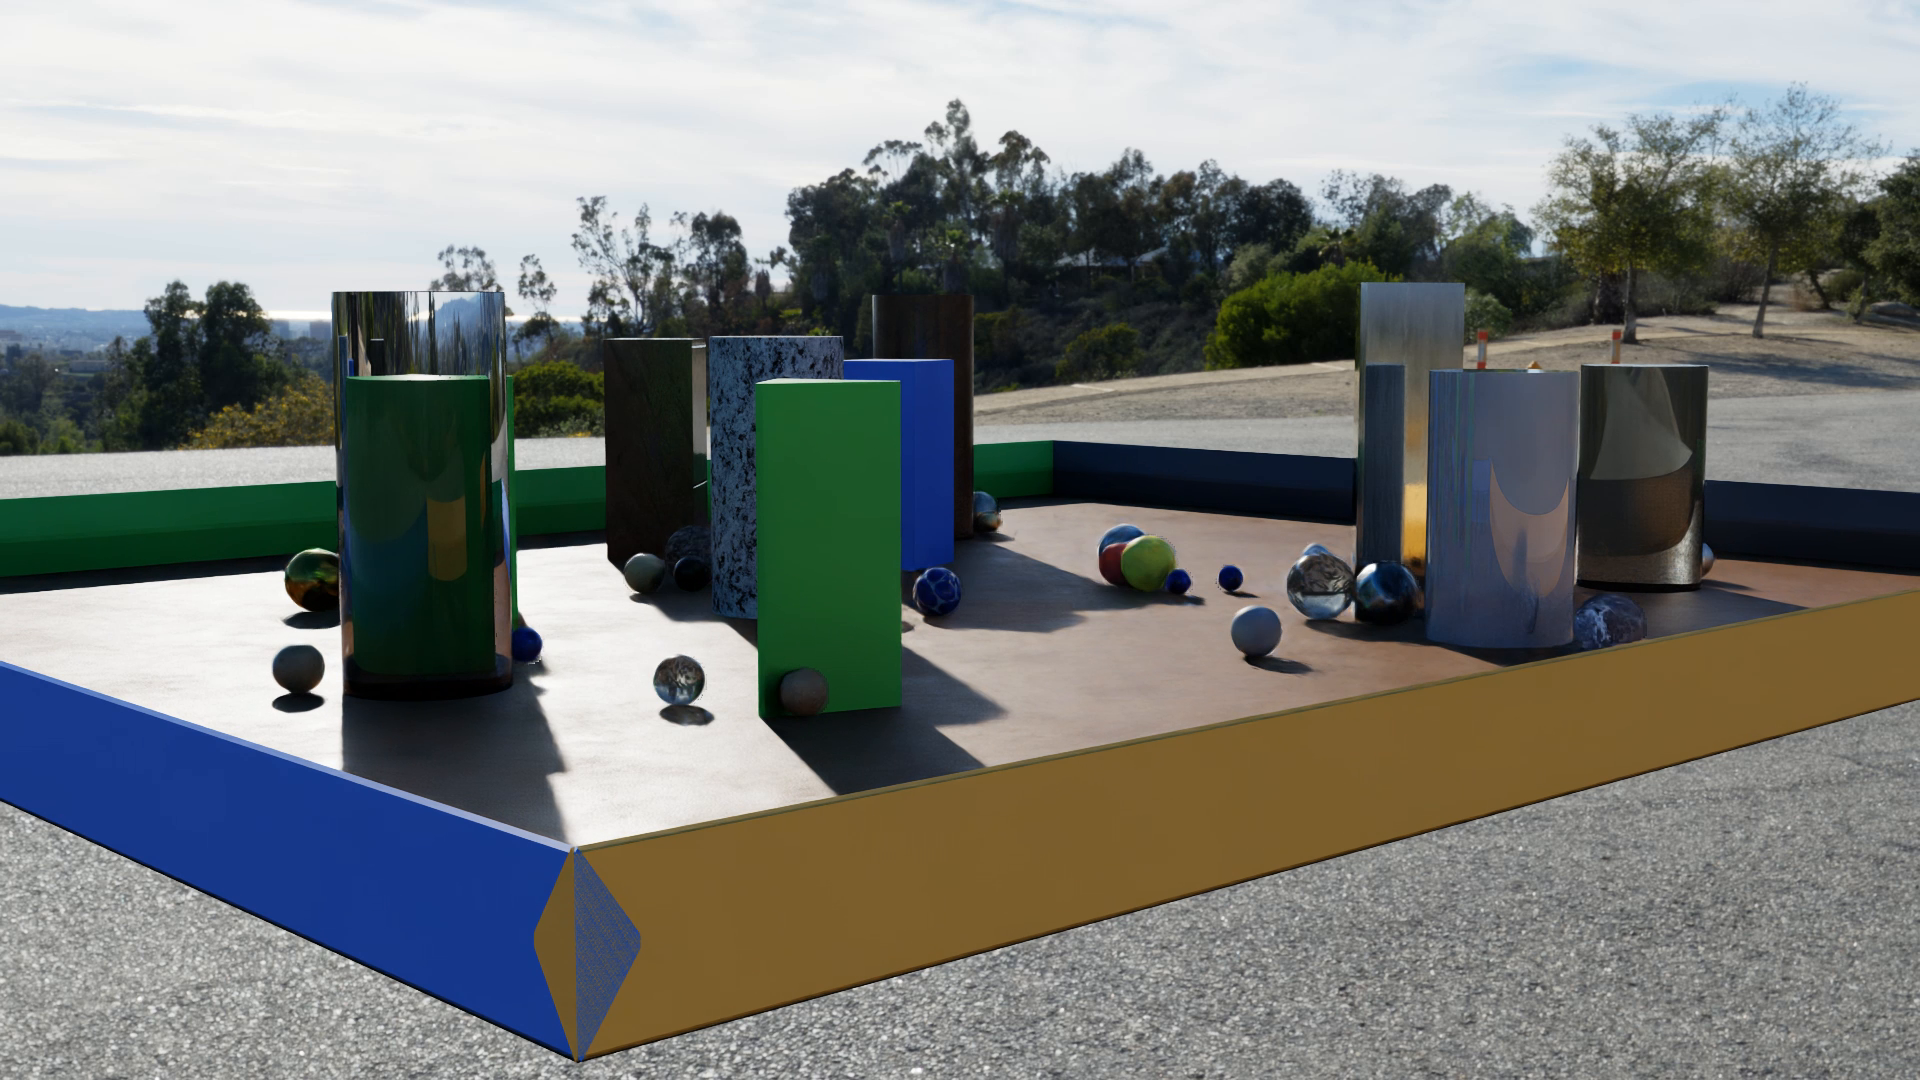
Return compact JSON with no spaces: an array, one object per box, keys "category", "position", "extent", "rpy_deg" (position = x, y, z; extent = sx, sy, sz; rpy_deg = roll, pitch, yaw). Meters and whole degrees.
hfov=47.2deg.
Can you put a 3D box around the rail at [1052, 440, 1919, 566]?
[{"category":"rail","position":[1.124,-0.074,4.364],"extent":[0.045,0.128,2.698],"rpy_deg":[-5,8,-42]}]

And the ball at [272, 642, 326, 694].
[{"category":"ball","position":[-0.770,0.149,2.563],"extent":[0.060,0.060,0.060],"rpy_deg":[0,6,0]}]

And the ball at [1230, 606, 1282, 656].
[{"category":"ball","position":[0.382,0.117,2.837],"extent":[0.067,0.067,0.067],"rpy_deg":[0,6,0]}]

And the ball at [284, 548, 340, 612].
[{"category":"ball","position":[-0.956,0.059,3.266],"extent":[0.093,0.093,0.093],"rpy_deg":[0,6,0]}]

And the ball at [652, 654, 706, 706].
[{"category":"ball","position":[-0.317,0.158,2.482],"extent":[0.059,0.059,0.059],"rpy_deg":[0,6,0]}]

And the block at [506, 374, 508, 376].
[{"category":"block","position":[-0.802,-0.081,3.384],"extent":[0.158,0.347,0.158],"rpy_deg":[-6,8,-44]}]

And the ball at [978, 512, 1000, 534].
[{"category":"ball","position":[0.059,-0.034,4.367],"extent":[0.043,0.043,0.043],"rpy_deg":[0,6,0]}]

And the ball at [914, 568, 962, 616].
[{"category":"ball","position":[-0.033,0.075,3.212],"extent":[0.072,0.072,0.072],"rpy_deg":[0,6,0]}]

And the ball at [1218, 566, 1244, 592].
[{"category":"ball","position":[0.430,0.061,3.497],"extent":[0.041,0.041,0.041],"rpy_deg":[0,6,0]}]

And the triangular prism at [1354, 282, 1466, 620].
[{"category":"triangular prism","position":[0.624,-0.135,3.239],"extent":[0.171,0.484,0.148],"rpy_deg":[-2,6,-22]}]

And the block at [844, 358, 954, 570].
[{"category":"block","position":[-0.115,-0.136,3.855],"extent":[0.158,0.358,0.158],"rpy_deg":[3,7,24]}]

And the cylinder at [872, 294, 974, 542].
[{"category":"cylinder","position":[-0.072,-0.241,4.308],"extent":[0.197,0.474,0.197],"rpy_deg":[0,6,0]}]

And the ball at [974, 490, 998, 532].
[{"category":"ball","position":[0.036,-0.058,4.427],"extent":[0.084,0.084,0.084],"rpy_deg":[0,6,0]}]

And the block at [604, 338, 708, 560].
[{"category":"block","position":[-0.551,-0.169,4.000],"extent":[0.158,0.393,0.158],"rpy_deg":[0,6,2]}]

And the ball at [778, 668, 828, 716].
[{"category":"ball","position":[-0.171,0.166,2.400],"extent":[0.053,0.053,0.053],"rpy_deg":[0,6,0]}]

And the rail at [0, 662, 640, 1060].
[{"category":"rail","position":[-1.124,0.141,2.300],"extent":[0.045,0.128,2.698],"rpy_deg":[-5,8,-42]}]

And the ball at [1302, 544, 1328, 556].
[{"category":"ball","position":[0.608,0.030,3.762],"extent":[0.048,0.048,0.048],"rpy_deg":[0,6,0]}]

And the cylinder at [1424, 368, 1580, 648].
[{"category":"cylinder","position":[0.734,-0.048,2.985],"extent":[0.197,0.363,0.197],"rpy_deg":[0,6,0]}]

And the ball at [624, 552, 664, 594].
[{"category":"ball","position":[-0.498,0.052,3.469],"extent":[0.064,0.064,0.064],"rpy_deg":[0,6,0]}]

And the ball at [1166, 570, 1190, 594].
[{"category":"ball","position":[0.342,0.066,3.454],"extent":[0.040,0.040,0.040],"rpy_deg":[0,6,0]}]

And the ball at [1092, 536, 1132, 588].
[{"category":"ball","position":[0.259,0.039,3.572],"extent":[0.092,0.092,0.092],"rpy_deg":[0,6,0]}]

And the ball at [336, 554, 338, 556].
[{"category":"ball","position":[-0.950,0.055,3.395],"extent":[0.073,0.073,0.073],"rpy_deg":[0,6,0]}]

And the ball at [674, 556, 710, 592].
[{"category":"ball","position":[-0.426,0.053,3.487],"extent":[0.058,0.058,0.058],"rpy_deg":[0,6,0]}]

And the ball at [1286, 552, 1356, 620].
[{"category":"ball","position":[0.520,0.067,3.166],"extent":[0.099,0.099,0.099],"rpy_deg":[0,6,0]}]

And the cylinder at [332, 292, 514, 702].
[{"category":"cylinder","position":[-0.631,-0.057,2.585],"extent":[0.197,0.466,0.197],"rpy_deg":[0,6,0]}]

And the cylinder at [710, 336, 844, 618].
[{"category":"cylinder","position":[-0.270,-0.098,3.258],"extent":[0.197,0.406,0.197],"rpy_deg":[0,6,0]}]

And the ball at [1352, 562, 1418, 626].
[{"category":"ball","position":[0.602,0.076,3.110],"extent":[0.092,0.092,0.092],"rpy_deg":[0,6,0]}]

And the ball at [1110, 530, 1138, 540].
[{"category":"ball","position":[0.274,0.020,3.649],"extent":[0.069,0.069,0.069],"rpy_deg":[0,6,0]}]

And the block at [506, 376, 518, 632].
[{"category":"block","position":[-0.686,-0.031,2.839],"extent":[0.158,0.360,0.158],"rpy_deg":[6,8,43]}]

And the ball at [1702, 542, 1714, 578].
[{"category":"ball","position":[1.218,0.033,3.653],"extent":[0.065,0.065,0.065],"rpy_deg":[0,6,0]}]

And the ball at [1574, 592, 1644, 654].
[{"category":"ball","position":[0.826,0.111,2.800],"extent":[0.087,0.087,0.087],"rpy_deg":[0,6,0]}]

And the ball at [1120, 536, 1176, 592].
[{"category":"ball","position":[0.300,0.037,3.499],"extent":[0.089,0.089,0.089],"rpy_deg":[0,6,0]}]

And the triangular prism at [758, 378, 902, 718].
[{"category":"triangular prism","position":[-0.175,0.002,2.499],"extent":[0.171,0.366,0.148],"rpy_deg":[-3,7,-27]}]

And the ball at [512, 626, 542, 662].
[{"category":"ball","position":[-0.528,0.127,2.668],"extent":[0.043,0.043,0.043],"rpy_deg":[0,6,0]}]

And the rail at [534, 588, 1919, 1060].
[{"category":"rail","position":[0.899,0.135,2.363],"extent":[3.107,0.128,0.045],"rpy_deg":[-5,8,-42]}]

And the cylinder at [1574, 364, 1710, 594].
[{"category":"cylinder","position":[1.100,-0.104,3.553],"extent":[0.197,0.357,0.197],"rpy_deg":[0,6,0]}]

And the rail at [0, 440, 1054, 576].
[{"category":"rail","position":[-0.899,-0.068,4.301],"extent":[3.107,0.128,0.045],"rpy_deg":[-5,8,-42]}]

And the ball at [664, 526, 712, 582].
[{"category":"ball","position":[-0.430,0.026,3.560],"extent":[0.098,0.098,0.098],"rpy_deg":[0,6,0]}]
